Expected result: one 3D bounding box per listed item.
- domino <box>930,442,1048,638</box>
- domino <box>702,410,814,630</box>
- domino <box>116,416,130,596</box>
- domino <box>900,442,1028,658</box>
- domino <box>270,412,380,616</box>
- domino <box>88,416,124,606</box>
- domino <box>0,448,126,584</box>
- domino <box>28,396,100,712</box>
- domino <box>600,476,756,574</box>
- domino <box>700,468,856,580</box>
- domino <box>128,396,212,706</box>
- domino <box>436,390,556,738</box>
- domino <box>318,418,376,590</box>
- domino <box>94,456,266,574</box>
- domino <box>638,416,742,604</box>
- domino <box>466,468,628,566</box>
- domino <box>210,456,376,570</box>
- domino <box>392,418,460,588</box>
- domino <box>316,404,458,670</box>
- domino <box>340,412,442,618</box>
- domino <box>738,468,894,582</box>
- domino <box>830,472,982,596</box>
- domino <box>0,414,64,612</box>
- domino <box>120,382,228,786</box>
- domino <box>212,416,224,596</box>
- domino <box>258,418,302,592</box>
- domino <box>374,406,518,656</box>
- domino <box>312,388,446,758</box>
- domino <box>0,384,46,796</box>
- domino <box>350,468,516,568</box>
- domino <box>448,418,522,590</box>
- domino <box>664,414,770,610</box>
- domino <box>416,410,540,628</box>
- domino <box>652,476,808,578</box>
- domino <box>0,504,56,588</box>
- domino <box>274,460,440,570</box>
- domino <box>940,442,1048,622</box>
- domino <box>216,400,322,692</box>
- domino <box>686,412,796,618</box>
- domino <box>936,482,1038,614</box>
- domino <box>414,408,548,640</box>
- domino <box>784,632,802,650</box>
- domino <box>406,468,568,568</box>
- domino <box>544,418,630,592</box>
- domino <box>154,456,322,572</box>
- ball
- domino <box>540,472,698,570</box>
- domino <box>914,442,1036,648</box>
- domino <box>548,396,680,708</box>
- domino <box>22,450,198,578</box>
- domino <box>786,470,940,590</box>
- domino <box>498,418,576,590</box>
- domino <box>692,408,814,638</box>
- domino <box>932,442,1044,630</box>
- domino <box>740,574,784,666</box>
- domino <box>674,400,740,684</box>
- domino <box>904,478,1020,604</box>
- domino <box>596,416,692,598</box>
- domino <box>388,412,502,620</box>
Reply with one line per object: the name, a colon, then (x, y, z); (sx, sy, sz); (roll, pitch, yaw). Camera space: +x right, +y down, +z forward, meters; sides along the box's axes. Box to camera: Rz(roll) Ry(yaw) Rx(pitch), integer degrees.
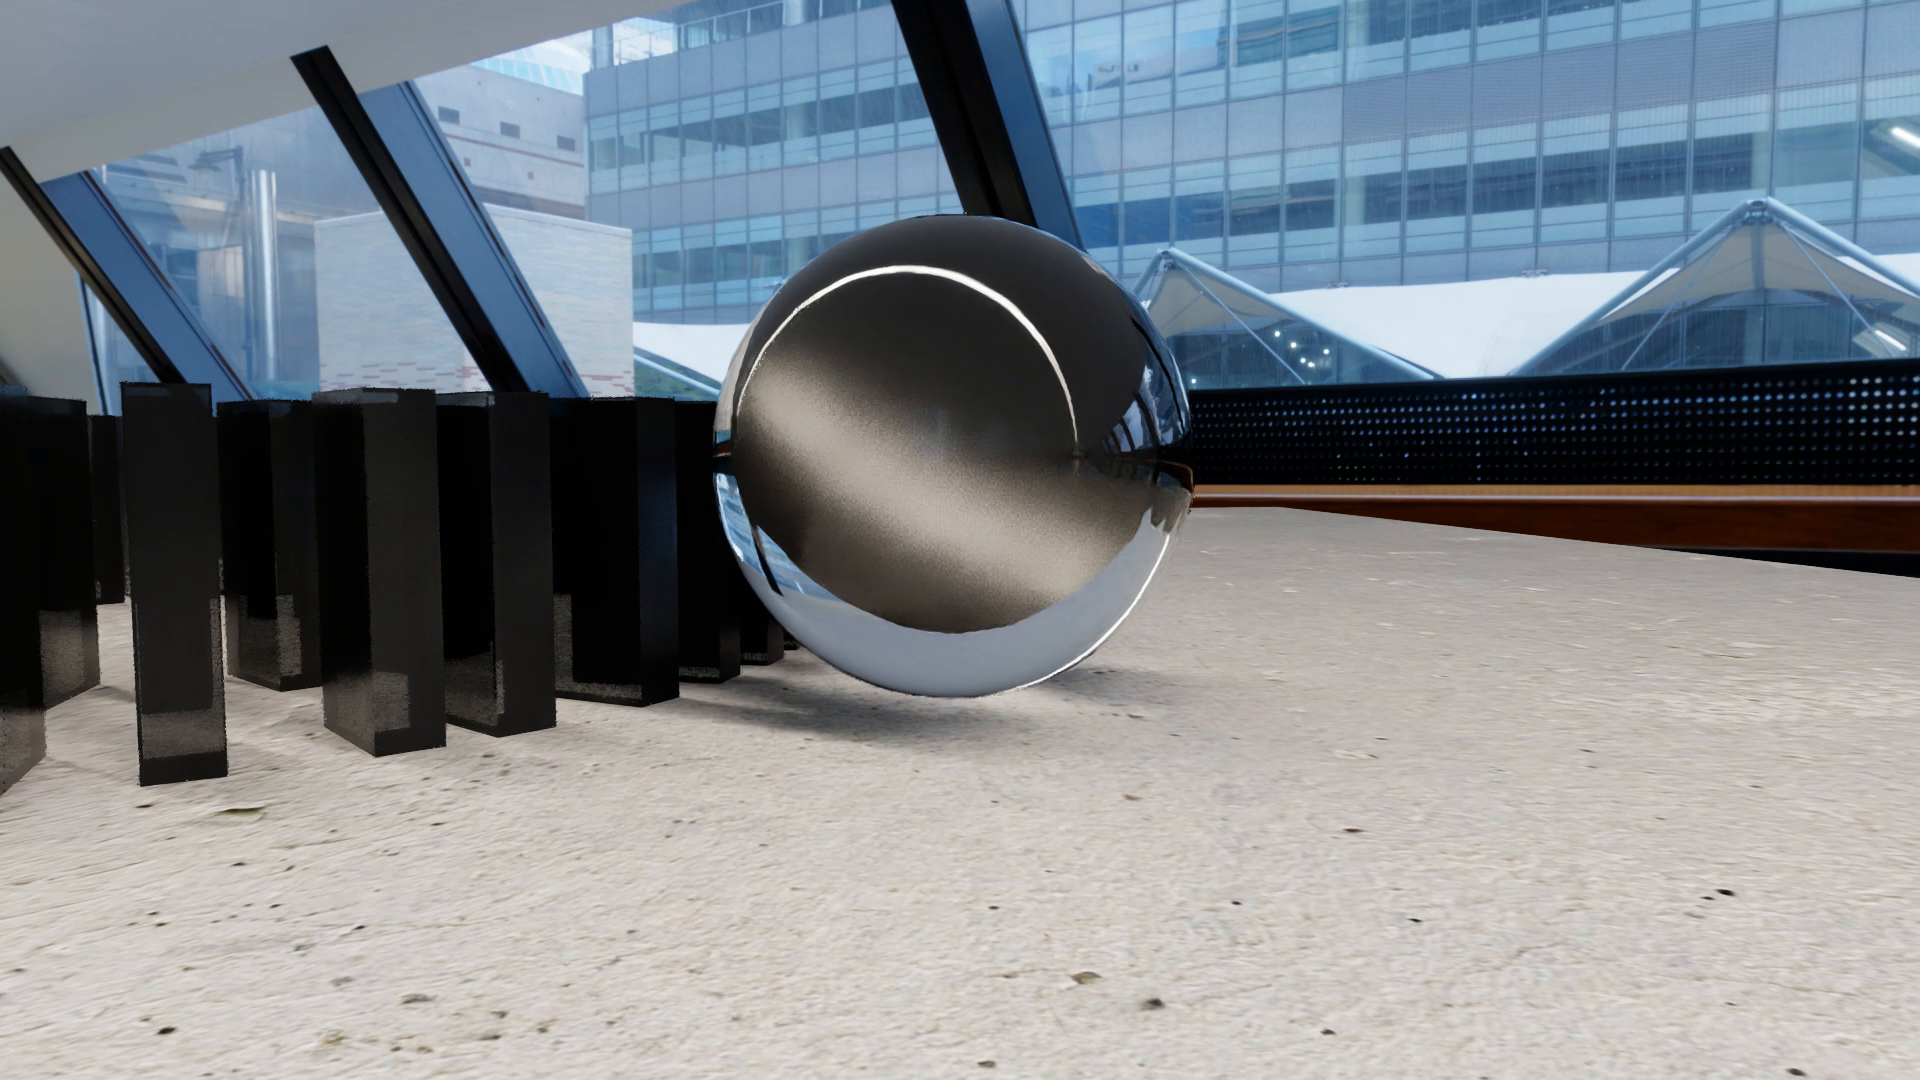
domino: (0.007, -0.001, 0.293); (0.025, 0.050, 0.010); (0, -39, 3)
domino: (-0.047, -0.005, 0.299); (0.025, 0.050, 0.010); (-1, 4, -12)
domino: (-0.227, -0.009, 0.358); (0.025, 0.050, 0.010); (4, 6, 44)
domino: (0.002, 0.001, 0.267); (0.025, 0.050, 0.010); (0, -39, 3)
domino: (-0.162, -0.007, 0.328); (0.010, 0.050, 0.025); (1, 4, 14)
domino: (-0.237, -0.008, 0.346); (0.025, 0.050, 0.010); (3, 5, 37)
domino: (-0.280, -0.009, 0.389); (0.025, 0.050, 0.010); (4, 47, 43)
domino: (-0.154, 0.002, 0.213); (0.009, 0.050, 0.025); (-1, 4, -16)
domino: (-0.097, -0.006, 0.441); (0.050, 0.009, 0.025); (33, 20, 26)
domino: (-0.060, -0.006, 0.419); (0.025, 0.010, 0.050); (-5, 37, -48)
domino: (-0.135, 0.001, 0.220); (0.009, 0.050, 0.025); (-2, 5, -30)
domino: (-0.073, 0.003, 0.196); (0.025, 0.050, 0.009); (4, 6, 41)
domino: (-0.183, -0.011, 0.384); (0.010, 0.050, 0.025); (-1, 4, -13)
domino: (-0.253, -0.008, 0.419); (0.050, 0.010, 0.025); (40, -13, -23)
domino: (-0.073, -0.009, 0.349); (0.025, 0.050, 0.009); (-4, 6, -39)
domino: (-0.144, -0.008, 0.450); (0.050, 0.010, 0.025); (31, 7, 6)
domino: (-0.225, -0.009, 0.434); (0.050, 0.010, 0.025); (38, -7, -14)
domino: (-0.161, -0.011, 0.387); (0.009, 0.050, 0.025); (0, 4, -2)
domino: (-0.111, -0.001, 0.249); (0.025, 0.050, 0.009); (2, 5, 24)
domino: (-0.144, -0.007, 0.325); (0.009, 0.050, 0.025); (1, 4, 11)
domino: (-0.046, -0.006, 0.408); (0.025, 0.010, 0.050); (-3, 36, -46)
domino: (-0.017, -0.003, 0.378); (0.025, 0.010, 0.050); (-3, 35, -31)
domino: (-0.246, -0.007, 0.332); (0.025, 0.050, 0.009); (2, 5, 28)
domino: (-0.104, 0.005, 0.171); (0.010, 0.050, 0.025); (-3, 5, -31)
domino: (-0.215, -0.010, 0.368); (0.010, 0.050, 0.025); (-3, 5, -39)
domino: (-0.200, -0.011, 0.378); (0.009, 0.050, 0.025); (-2, 5, -28)
domino: (-0.106, -0.002, 0.264); (0.025, 0.050, 0.009); (1, 4, 13)
domino: (-0.084, 0.004, 0.185); (0.010, 0.050, 0.025); (-4, 6, -41)
domino: (-0.124, 0.006, 0.160); (0.010, 0.050, 0.025); (-2, 5, -24)
domino: (-0.183, -0.008, 0.447); (0.050, 0.009, 0.025); (30, 3, -3)
domino: (-0.143, -0.011, 0.387); (0.010, 0.050, 0.025); (0, 4, 6)
domino: (-0.064, -0.008, 0.336); (0.025, 0.050, 0.010); (-3, 5, -33)
domino: (-0.114, -0.005, 0.306); (0.025, 0.050, 0.009); (-3, 5, -32)
domino: (-0.077, -0.005, 0.430); (0.050, 0.009, 0.025); (34, 22, 30)
domino: (-0.290, -0.009, 0.374); (0.025, 0.050, 0.010); (3, 38, 36)
domino: (-0.206, -0.009, 0.441); (0.050, 0.010, 0.025); (35, -3, -11)
domino: (0.009, -0.003, 0.319); (0.025, 0.050, 0.010); (0, -39, 3)
domino: (-0.123, 0.000, 0.230); (0.025, 0.050, 0.009); (4, 6, 42)
domino: (-0.055, -0.006, 0.320); (0.025, 0.050, 0.009); (-2, 5, -25)
domino: (0.007, 0.001, 0.339); (0.025, 0.010, 0.050); (0, 32, 0)
domino: (-0.105, -0.004, 0.283); (0.025, 0.050, 0.009); (-1, 4, -11)
domino: (-0.046, -0.003, 0.268); (0.025, 0.050, 0.009); (0, 4, 5)
domino: (-0.165, -0.008, 0.449); (0.050, 0.010, 0.025); (30, 3, -1)
domino: (-0.110, -0.011, 0.378); (0.010, 0.050, 0.025); (2, 5, 23)
domino: (-0.239, -0.009, 0.427); (0.050, 0.010, 0.025); (39, -10, -19)
ball: (-0.001, -0.014, 0.215); (0.080, 0.080, 0.080); (0, 4, 0)
domino: (-0.119, -0.007, 0.449); (0.050, 0.009, 0.025); (32, 16, 20)
domino: (0.004, 0.000, 0.280); (0.025, 0.050, 0.009); (0, -39, 3)
domino: (-0.060, 0.001, 0.215); (0.025, 0.050, 0.009); (2, 5, 27)
domino: (-0.268, -0.008, 0.405); (0.025, 0.009, 0.050); (5, -35, 51)
domino: (-0.030, -0.004, 0.394); (0.025, 0.010, 0.050); (-2, 35, -38)
domino: (-0.126, -0.011, 0.384); (0.010, 0.050, 0.025); (1, 4, 13)
domino: (-0.045, -0.004, 0.284); (0.025, 0.050, 0.009); (0, 4, -2)
domino: (0.007, -0.002, 0.306); (0.025, 0.050, 0.009); (0, -39, 3)
domino: (-0.048, -0.001, 0.251); (0.025, 0.050, 0.009); (1, 4, 12)
domino: (-0.054, 0.000, 0.233); (0.025, 0.050, 0.009); (1, 4, 12)
domino: (0.000, -0.001, 0.360); (0.025, 0.009, 0.050); (0, 33, -9)
domino: (-0.090, -0.010, 0.366); (0.009, 0.050, 0.025); (4, 6, 40)
domino: (-0.128, -0.006, 0.320); (0.009, 0.050, 0.025); (2, 5, 28)
